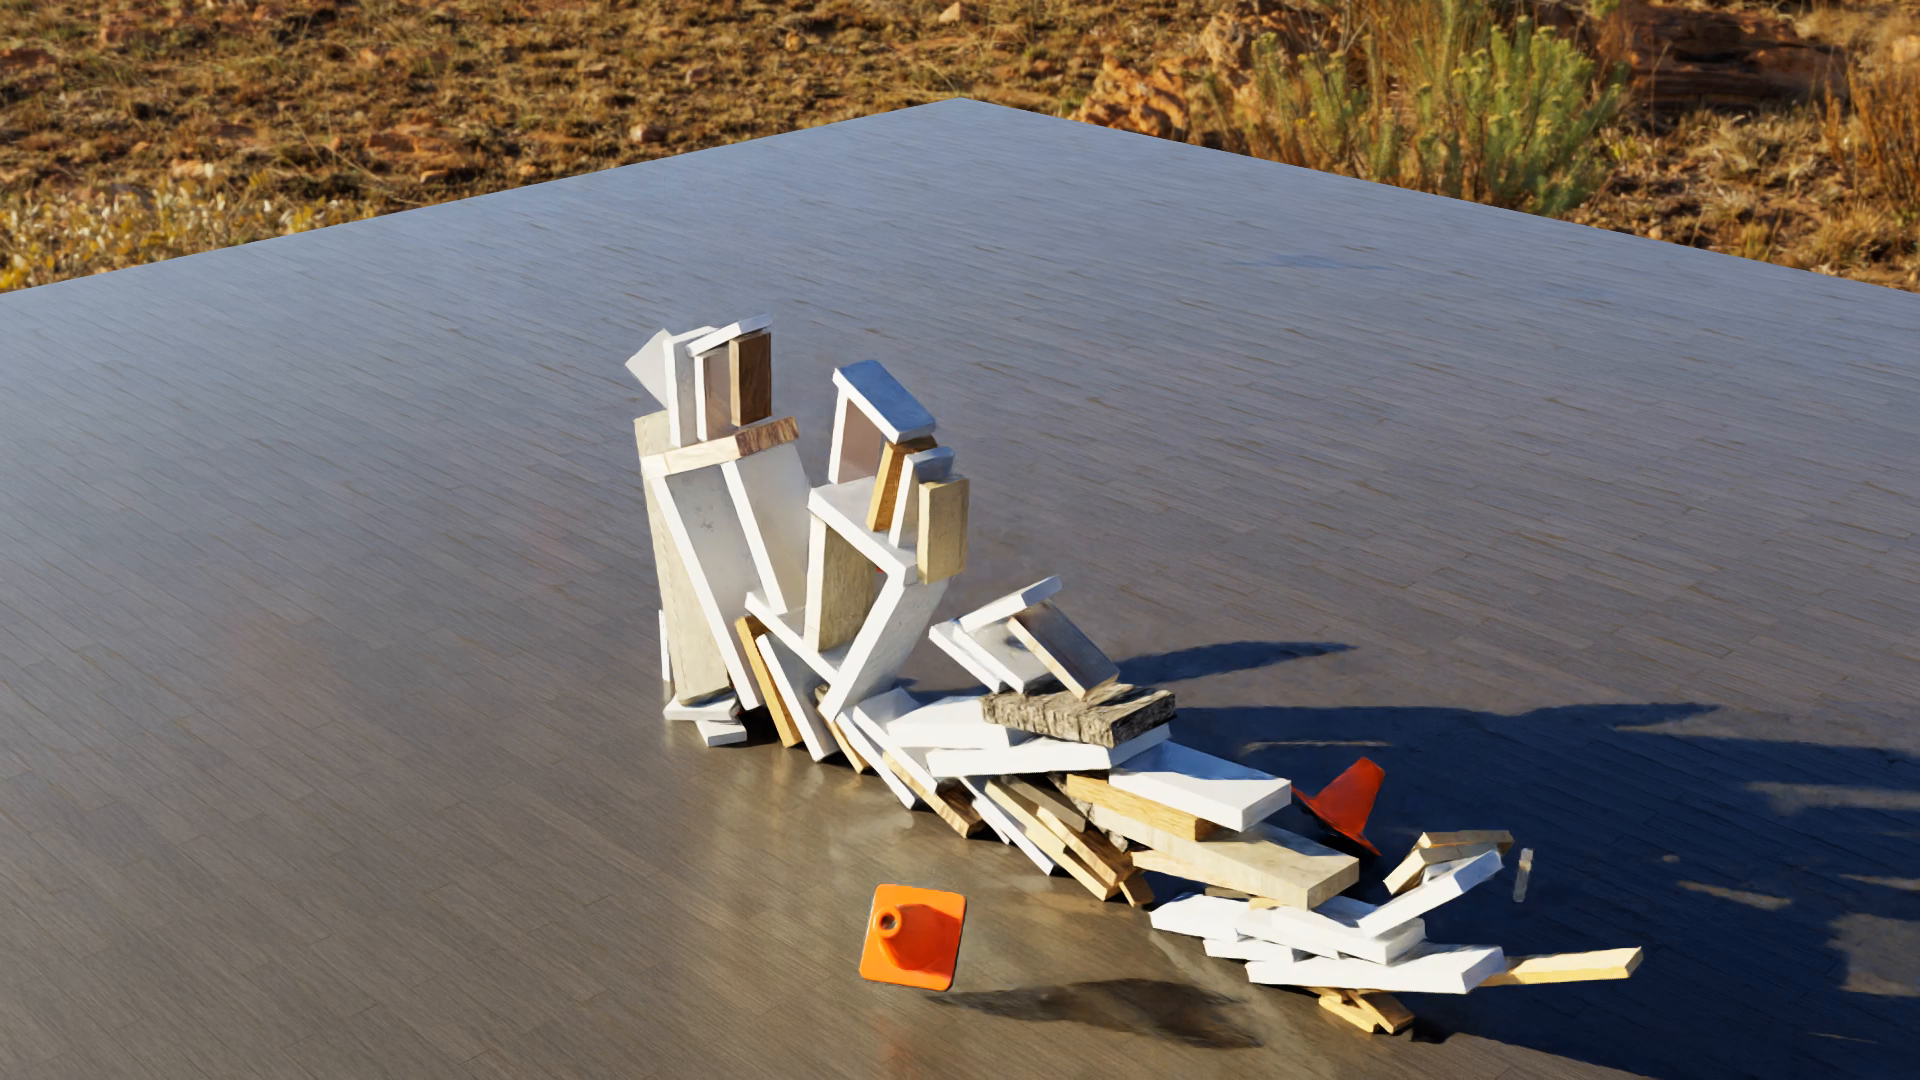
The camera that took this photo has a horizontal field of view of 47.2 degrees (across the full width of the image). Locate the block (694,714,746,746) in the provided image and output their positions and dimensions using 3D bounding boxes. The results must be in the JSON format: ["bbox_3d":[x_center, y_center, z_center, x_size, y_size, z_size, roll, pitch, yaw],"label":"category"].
[{"bbox_3d":[-0.529,0.395,4.798,0.085,0.024,0.171,-8,24,-18],"label":"block"}]

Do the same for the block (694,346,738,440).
[{"bbox_3d":[-0.513,-0.309,4.634,0.026,0.183,0.091,20,30,38],"label":"block"}]

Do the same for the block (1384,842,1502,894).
[{"bbox_3d":[0.837,0.568,3.807,0.196,0.098,0.028,2,49,-36],"label":"block"}]

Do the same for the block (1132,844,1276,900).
[{"bbox_3d":[0.476,0.591,3.987,0.098,0.028,0.347,-20,18,-42],"label":"block"}]

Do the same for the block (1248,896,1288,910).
[{"bbox_3d":[0.567,0.630,3.875,0.105,0.014,0.049,-13,6,28],"label":"block"}]

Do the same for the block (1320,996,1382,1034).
[{"bbox_3d":[0.689,0.814,3.821,0.058,0.016,0.115,-19,30,-38],"label":"block"}]

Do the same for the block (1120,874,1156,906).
[{"bbox_3d":[0.325,0.647,4.160,0.049,0.014,0.097,-7,48,-31],"label":"block"}]

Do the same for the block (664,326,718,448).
[{"bbox_3d":[-0.564,-0.325,4.670,0.118,0.236,0.033,-24,34,-38],"label":"block"}]

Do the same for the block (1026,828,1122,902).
[{"bbox_3d":[0.239,0.601,4.231,0.105,0.030,0.211,-22,48,-41],"label":"block"}]

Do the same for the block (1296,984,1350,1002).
[{"bbox_3d":[0.642,0.778,3.868,0.058,0.016,0.115,-20,22,-38],"label":"block"}]

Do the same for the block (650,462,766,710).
[{"bbox_3d":[-0.498,0.093,4.790,0.047,0.535,0.167,-21,2,43],"label":"block"}]

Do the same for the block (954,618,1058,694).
[{"bbox_3d":[0.091,0.215,4.223,0.101,0.029,0.202,-20,43,-37],"label":"block"}]

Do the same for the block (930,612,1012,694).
[{"bbox_3d":[0.045,0.217,4.260,0.100,0.028,0.201,-20,44,-37],"label":"block"}]

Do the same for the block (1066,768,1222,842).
[{"bbox_3d":[0.359,0.464,4.044,0.299,0.042,0.149,16,27,41],"label":"block"}]

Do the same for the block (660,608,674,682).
[{"bbox_3d":[-0.639,0.229,5.003,0.024,0.171,0.085,21,31,40],"label":"block"}]

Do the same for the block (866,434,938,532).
[{"bbox_3d":[-0.114,-0.109,4.286,0.101,0.202,0.029,-11,45,-31],"label":"block"}]

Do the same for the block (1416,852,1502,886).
[{"bbox_3d":[0.852,0.569,3.754,0.133,0.067,0.019,-9,56,-10],"label":"block"}]

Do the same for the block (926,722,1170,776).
[{"bbox_3d":[0.162,0.394,4.218,0.171,0.049,0.499,-21,8,-41],"label":"block"}]

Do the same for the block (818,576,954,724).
[{"bbox_3d":[-0.148,0.202,4.473,0.153,0.444,0.043,-23,63,-41],"label":"block"}]

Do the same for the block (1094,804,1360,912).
[{"bbox_3d":[0.472,0.540,3.950,0.149,0.042,0.489,-20,26,-40],"label":"block"}]

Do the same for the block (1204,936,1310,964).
[{"bbox_3d":[0.547,0.718,3.942,0.102,0.029,0.203,-21,10,-41],"label":"block"}]

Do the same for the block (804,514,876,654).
[{"bbox_3d":[-0.242,0.070,4.526,0.153,0.305,0.043,-21,38,-41],"label":"block"}]

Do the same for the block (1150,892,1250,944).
[{"bbox_3d":[0.459,0.690,4.025,0.102,0.029,0.203,-21,15,-41],"label":"block"}]

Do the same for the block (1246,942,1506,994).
[{"bbox_3d":[0.704,0.727,3.766,0.118,0.034,0.469,-21,7,-40],"label":"block"}]

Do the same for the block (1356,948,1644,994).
[{"bbox_3d":[0.884,0.715,3.644,0.504,0.019,0.067,-15,9,42],"label":"block"}]

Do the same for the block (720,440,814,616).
[{"bbox_3d":[-0.371,-0.028,4.618,0.167,0.334,0.047,-24,7,-43],"label":"block"}]

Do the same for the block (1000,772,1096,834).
[{"bbox_3d":[0.194,0.481,4.225,0.217,0.031,0.108,29,35,36],"label":"block"}]

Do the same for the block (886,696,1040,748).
[{"bbox_3d":[0.033,0.358,4.342,0.171,0.049,0.343,-21,11,-41],"label":"block"}]

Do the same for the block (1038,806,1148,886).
[{"bbox_3d":[0.260,0.563,4.186,0.108,0.031,0.217,-18,45,-38],"label":"block"}]

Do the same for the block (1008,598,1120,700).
[{"bbox_3d":[0.193,0.202,4.088,0.101,0.029,0.203,-25,61,-41],"label":"block"}]

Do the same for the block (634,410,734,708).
[{"bbox_3d":[-0.628,0.024,4.964,0.118,0.033,0.753,-17,59,6],"label":"block"}]

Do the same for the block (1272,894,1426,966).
[{"bbox_3d":[0.668,0.664,3.791,0.118,0.034,0.237,-21,22,-41],"label":"block"}]

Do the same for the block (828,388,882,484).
[{"bbox_3d":[-0.203,-0.214,4.367,0.101,0.202,0.029,-16,37,-38],"label":"block"}]

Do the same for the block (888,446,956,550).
[{"bbox_3d":[-0.075,-0.082,4.259,0.100,0.200,0.028,-15,42,-35],"label":"block"}]

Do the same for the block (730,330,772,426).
[{"bbox_3d":[-0.432,-0.334,4.546,0.026,0.183,0.091,20,30,37],"label":"block"}]
